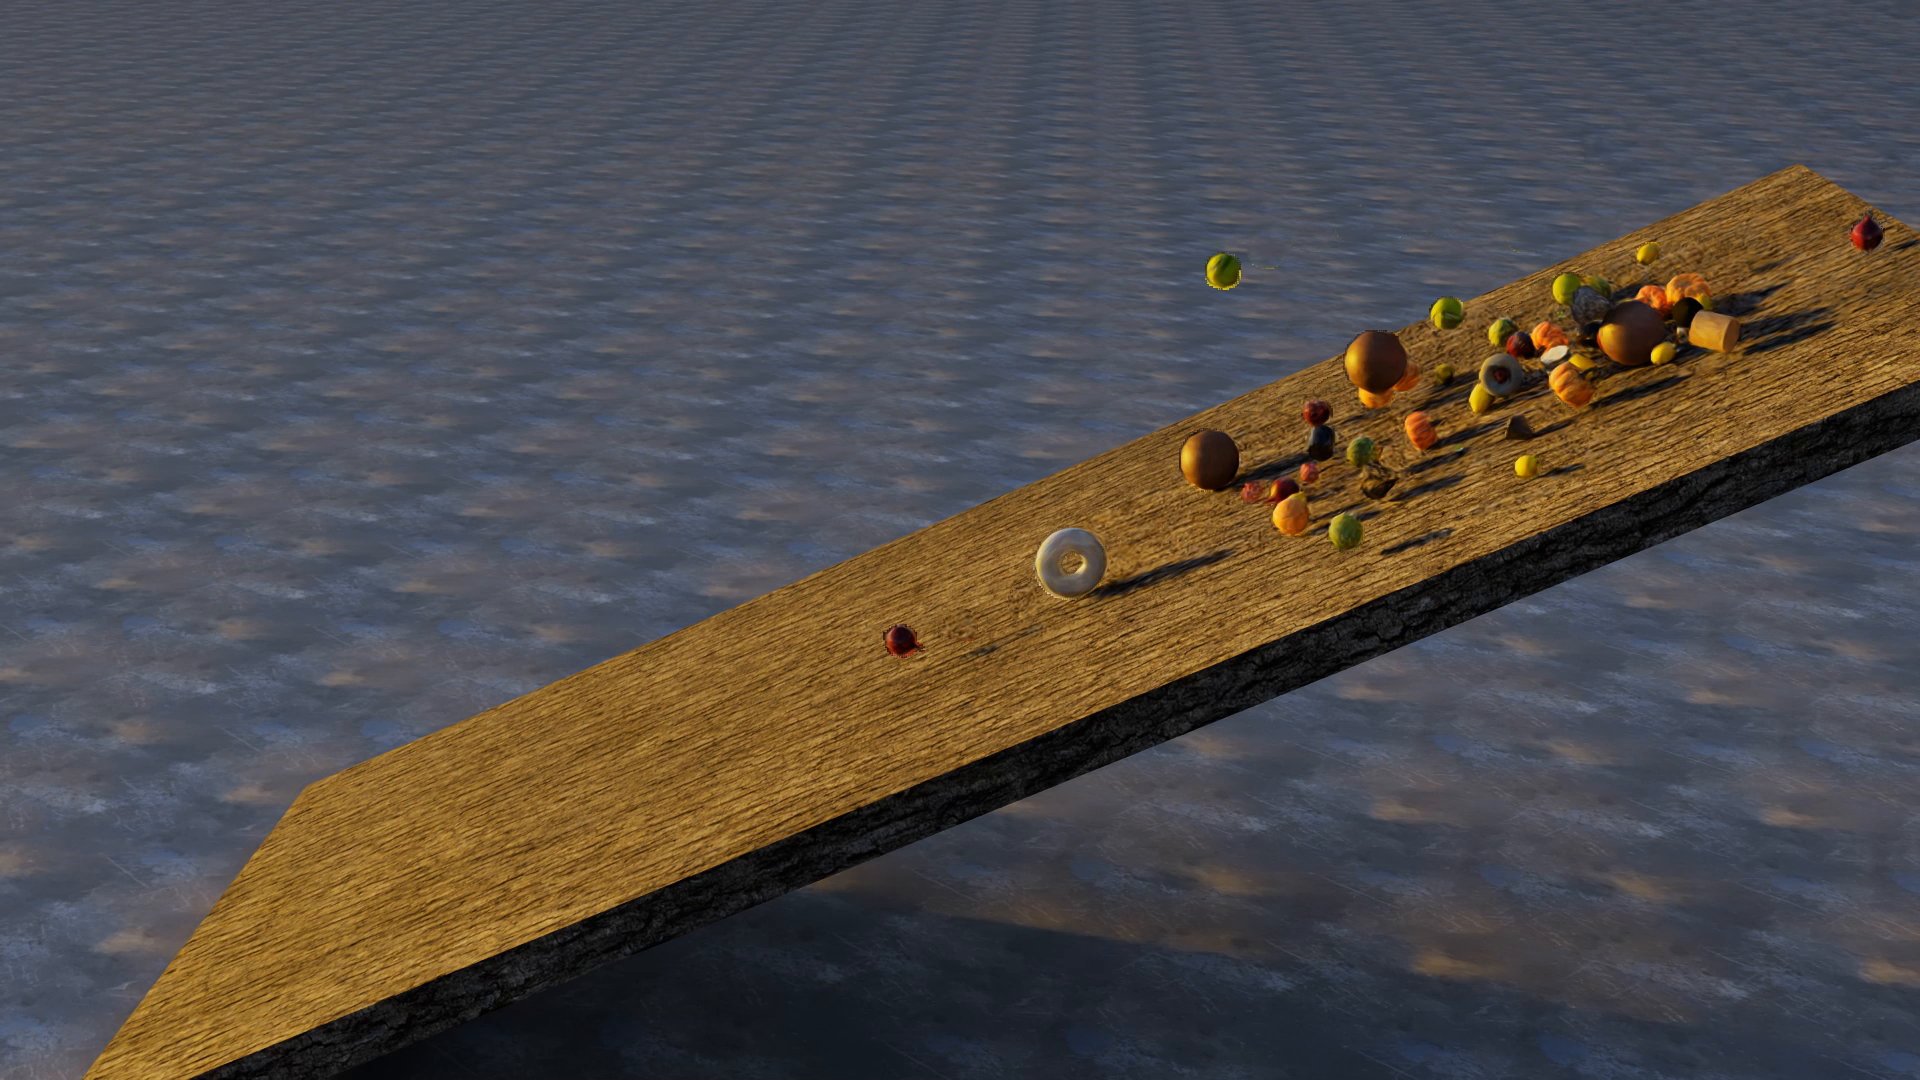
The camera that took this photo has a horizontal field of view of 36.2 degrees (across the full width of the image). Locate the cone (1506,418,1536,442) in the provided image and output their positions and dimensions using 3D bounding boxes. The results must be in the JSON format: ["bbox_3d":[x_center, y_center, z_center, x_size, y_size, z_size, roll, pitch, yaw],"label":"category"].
[{"bbox_3d":[1.106,-0.209,5.745,0.053,0.053,0.053,-11,17,-36],"label":"cone"}]

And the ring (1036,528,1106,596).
[{"bbox_3d":[0.228,0.046,6.026,0.148,0.148,0.049,-3,16,-10],"label":"ring"}]

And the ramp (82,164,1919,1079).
[{"bbox_3d":[0.131,0.170,6.285,4.000,0.100,2.000,-23,13,8],"label":"ramp"}]

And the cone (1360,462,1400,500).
[{"bbox_3d":[0.831,-0.119,5.727,0.075,0.075,0.075,-10,0,-32],"label":"cone"}]

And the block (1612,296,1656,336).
[{"bbox_3d":[1.394,-0.463,6.084,0.053,0.053,0.053,8,40,-46],"label":"block"}]

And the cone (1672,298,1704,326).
[{"bbox_3d":[1.483,-0.472,5.980,0.062,0.062,0.062,5,22,17],"label":"cone"}]

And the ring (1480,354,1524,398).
[{"bbox_3d":[1.111,-0.337,6.030,0.092,0.092,0.031,6,16,20],"label":"ring"}]

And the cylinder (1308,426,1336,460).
[{"bbox_3d":[0.765,-0.204,6.221,0.053,0.053,0.053,4,47,13],"label":"cylinder"}]

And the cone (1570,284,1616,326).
[{"bbox_3d":[1.276,-0.467,5.862,0.082,0.082,0.082,-12,12,-38],"label":"cone"}]

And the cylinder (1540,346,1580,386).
[{"bbox_3d":[1.227,-0.356,6.010,0.060,0.060,0.060,-27,23,13],"label":"cylinder"}]
